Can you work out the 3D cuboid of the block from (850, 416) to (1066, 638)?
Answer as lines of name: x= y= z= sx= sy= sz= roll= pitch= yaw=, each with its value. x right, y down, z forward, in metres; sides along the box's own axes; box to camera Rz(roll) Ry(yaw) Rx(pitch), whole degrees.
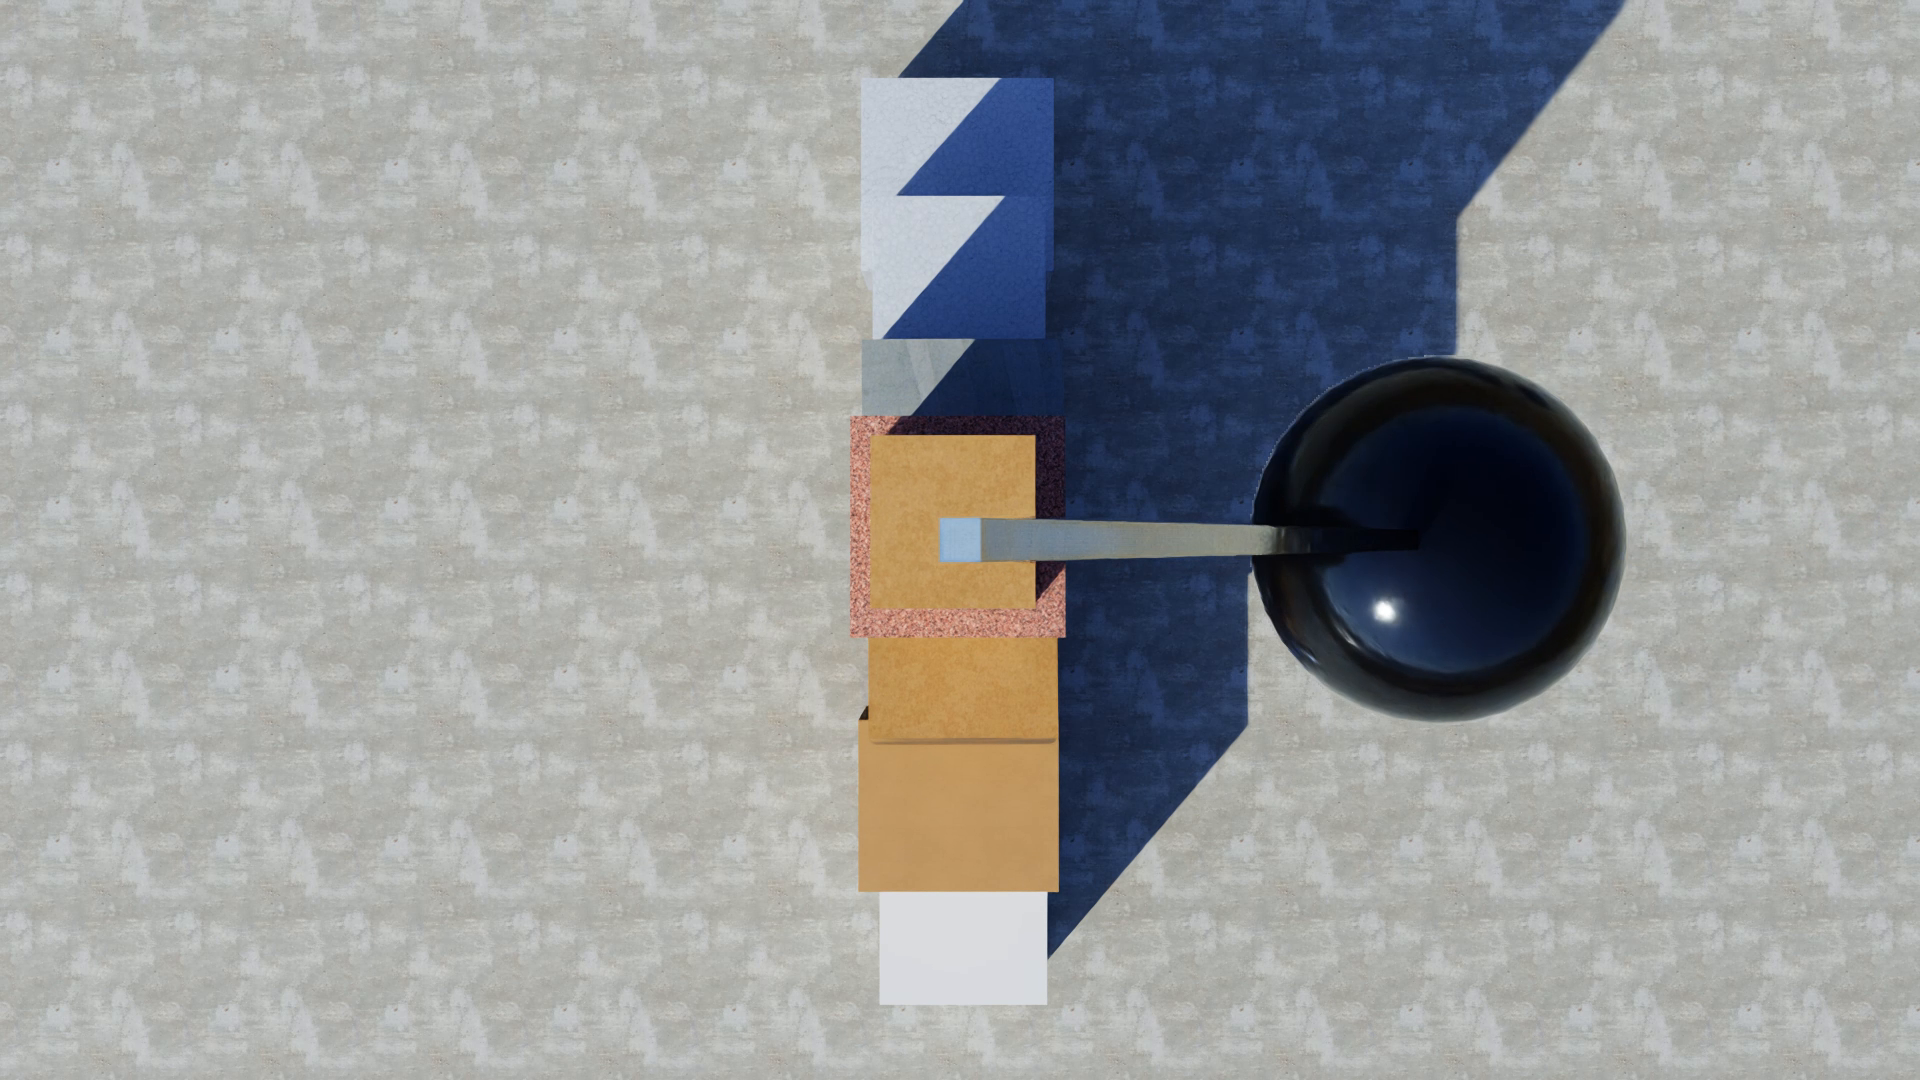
block: x=-0.009 y=-0.040 z=8.991 sx=0.836 sy=0.899 sz=0.862 roll=0 pitch=88 yaw=0

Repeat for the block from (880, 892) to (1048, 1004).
block: x=0.019 y=2.048 z=12.495 sx=0.913 sy=1.011 sz=0.971 roll=0 pitch=90 yaw=0

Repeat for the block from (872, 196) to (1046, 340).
block: x=-0.005 y=-1.287 z=11.601 sx=0.875 sy=0.937 sz=0.953 roll=0 pitch=93 yaw=0

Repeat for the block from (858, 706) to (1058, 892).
block: x=-0.008 y=1.328 z=11.444 sx=1.000 sy=0.919 sz=0.859 roll=0 pitch=90 yaw=0

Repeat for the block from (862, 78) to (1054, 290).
block: x=-0.013 y=-2.005 z=12.530 sx=1.056 sy=0.940 sz=1.059 roll=0 pitch=90 yaw=0

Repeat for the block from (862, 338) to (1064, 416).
block: x=0.012 y=-0.496 z=10.686 sx=0.935 sy=0.949 sz=0.897 roll=0 pitch=91 yaw=0

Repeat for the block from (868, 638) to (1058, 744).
block: x=0.014 y=0.492 z=10.607 sx=0.873 sy=0.852 sz=0.956 roll=0 pitch=83 yaw=0

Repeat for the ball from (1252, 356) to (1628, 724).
ball: x=2.074 y=0.000 z=9.590 sx=1.600 sy=1.600 sz=1.600 roll=0 pitch=90 yaw=0

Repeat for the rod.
rod: x=0.899 y=0.000 z=6.400 sx=0.080 sy=5.200 sz=0.080 roll=0 pitch=90 yaw=20

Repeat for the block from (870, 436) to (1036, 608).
block: x=-0.026 y=-0.058 z=8.273 sx=0.600 sy=0.538 sz=0.631 roll=0 pitch=88 yaw=0
